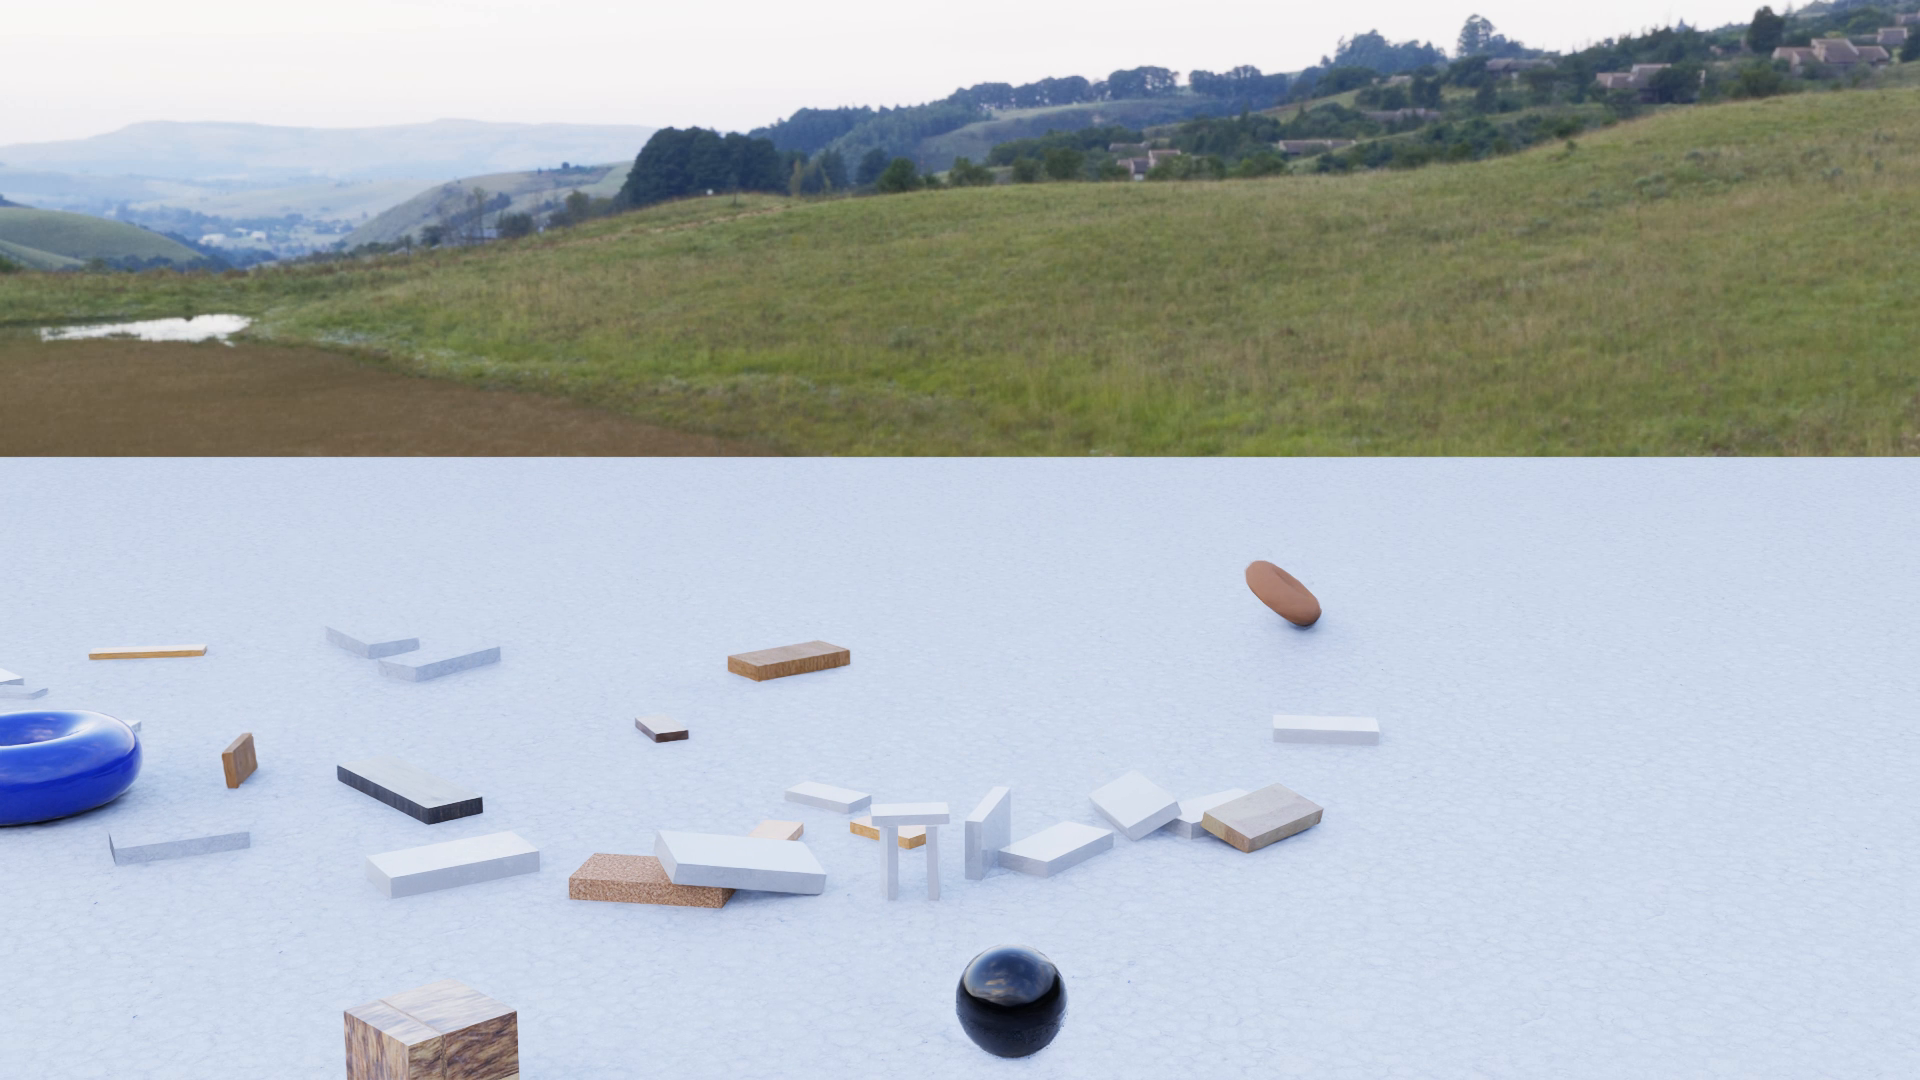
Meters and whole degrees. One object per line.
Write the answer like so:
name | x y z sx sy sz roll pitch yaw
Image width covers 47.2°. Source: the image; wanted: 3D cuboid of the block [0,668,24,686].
block | -2.226 0.321 5.055 0.164 0.023 0.082 10 15 44

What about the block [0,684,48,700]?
block | -2.122 0.343 4.955 0.114 0.016 0.057 3 11 13

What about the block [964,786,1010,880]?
block | 0.049 0.508 3.826 0.029 0.103 0.207 3 11 15

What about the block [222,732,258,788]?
block | -1.414 0.432 4.318 0.020 0.072 0.143 -6 11 -1

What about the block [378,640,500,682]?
block | -1.232 0.285 5.209 0.131 0.037 0.261 7 13 35

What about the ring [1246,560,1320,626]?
ring | 0.832 0.137 5.662 0.226 0.075 0.226 34 14 -10

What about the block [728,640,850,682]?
block | -0.405 0.285 5.209 0.261 0.037 0.130 -8 13 -38

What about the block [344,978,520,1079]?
block | -0.671 0.672 2.799 0.156 0.156 0.156 -10 15 -44

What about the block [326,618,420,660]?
block | -1.453 0.243 5.434 0.131 0.037 0.267 -8 13 -37

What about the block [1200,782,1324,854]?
block | 0.547 0.501 3.973 0.216 0.031 0.108 -13 31 -43

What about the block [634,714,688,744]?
block | -0.631 0.398 4.648 0.072 0.020 0.143 -5 12 -25

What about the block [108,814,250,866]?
block | -1.384 0.531 3.899 0.224 0.032 0.112 -5 12 -25

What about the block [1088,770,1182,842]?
block | 0.320 0.486 4.039 0.103 0.029 0.207 -28 17 -11

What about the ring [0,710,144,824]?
ring | -1.774 0.427 4.159 0.433 0.144 0.433 -1 9 0

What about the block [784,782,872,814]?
block | -0.250 0.488 4.165 0.153 0.020 0.072 7 13 34

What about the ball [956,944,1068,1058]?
ball | 0.071 0.632 3.019 0.155 0.155 0.155 0 11 0

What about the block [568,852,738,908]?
block | -0.507 0.569 3.680 0.261 0.037 0.130 2 11 9

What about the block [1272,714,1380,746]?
block | 0.766 0.399 4.615 0.216 0.031 0.108 1 11 7

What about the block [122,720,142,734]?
block | -1.783 0.406 4.602 0.073 0.021 0.147 1 11 7

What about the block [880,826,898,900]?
block | -0.118 0.528 3.654 0.018 0.128 0.064 -3 11 -14

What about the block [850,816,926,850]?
block | -0.120 0.524 3.966 0.147 0.021 0.073 9 14 41

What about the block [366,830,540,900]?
block | -0.867 0.554 3.762 0.261 0.037 0.130 -7 12 -32

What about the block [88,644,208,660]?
block | -1.969 0.272 5.336 0.264 0.016 0.057 -2 11 -8

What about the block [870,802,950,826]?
block | -0.084 0.455 3.646 0.128 0.018 0.064 -1 11 -5

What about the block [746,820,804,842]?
block | -0.336 0.533 3.920 0.073 0.021 0.147 3 11 14

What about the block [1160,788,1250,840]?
block | 0.469 0.503 4.051 0.216 0.031 0.108 -8 13 -36

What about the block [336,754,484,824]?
block | -1.055 0.474 4.204 0.112 0.032 0.376 -9 14 -40

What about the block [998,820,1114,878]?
block | 0.169 0.541 3.853 0.103 0.029 0.207 8 13 36

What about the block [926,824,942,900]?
block | -0.044 0.528 3.654 0.018 0.128 0.064 -1 10 4

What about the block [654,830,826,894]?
block | -0.367 0.537 3.663 0.261 0.037 0.131 9 14 -25
